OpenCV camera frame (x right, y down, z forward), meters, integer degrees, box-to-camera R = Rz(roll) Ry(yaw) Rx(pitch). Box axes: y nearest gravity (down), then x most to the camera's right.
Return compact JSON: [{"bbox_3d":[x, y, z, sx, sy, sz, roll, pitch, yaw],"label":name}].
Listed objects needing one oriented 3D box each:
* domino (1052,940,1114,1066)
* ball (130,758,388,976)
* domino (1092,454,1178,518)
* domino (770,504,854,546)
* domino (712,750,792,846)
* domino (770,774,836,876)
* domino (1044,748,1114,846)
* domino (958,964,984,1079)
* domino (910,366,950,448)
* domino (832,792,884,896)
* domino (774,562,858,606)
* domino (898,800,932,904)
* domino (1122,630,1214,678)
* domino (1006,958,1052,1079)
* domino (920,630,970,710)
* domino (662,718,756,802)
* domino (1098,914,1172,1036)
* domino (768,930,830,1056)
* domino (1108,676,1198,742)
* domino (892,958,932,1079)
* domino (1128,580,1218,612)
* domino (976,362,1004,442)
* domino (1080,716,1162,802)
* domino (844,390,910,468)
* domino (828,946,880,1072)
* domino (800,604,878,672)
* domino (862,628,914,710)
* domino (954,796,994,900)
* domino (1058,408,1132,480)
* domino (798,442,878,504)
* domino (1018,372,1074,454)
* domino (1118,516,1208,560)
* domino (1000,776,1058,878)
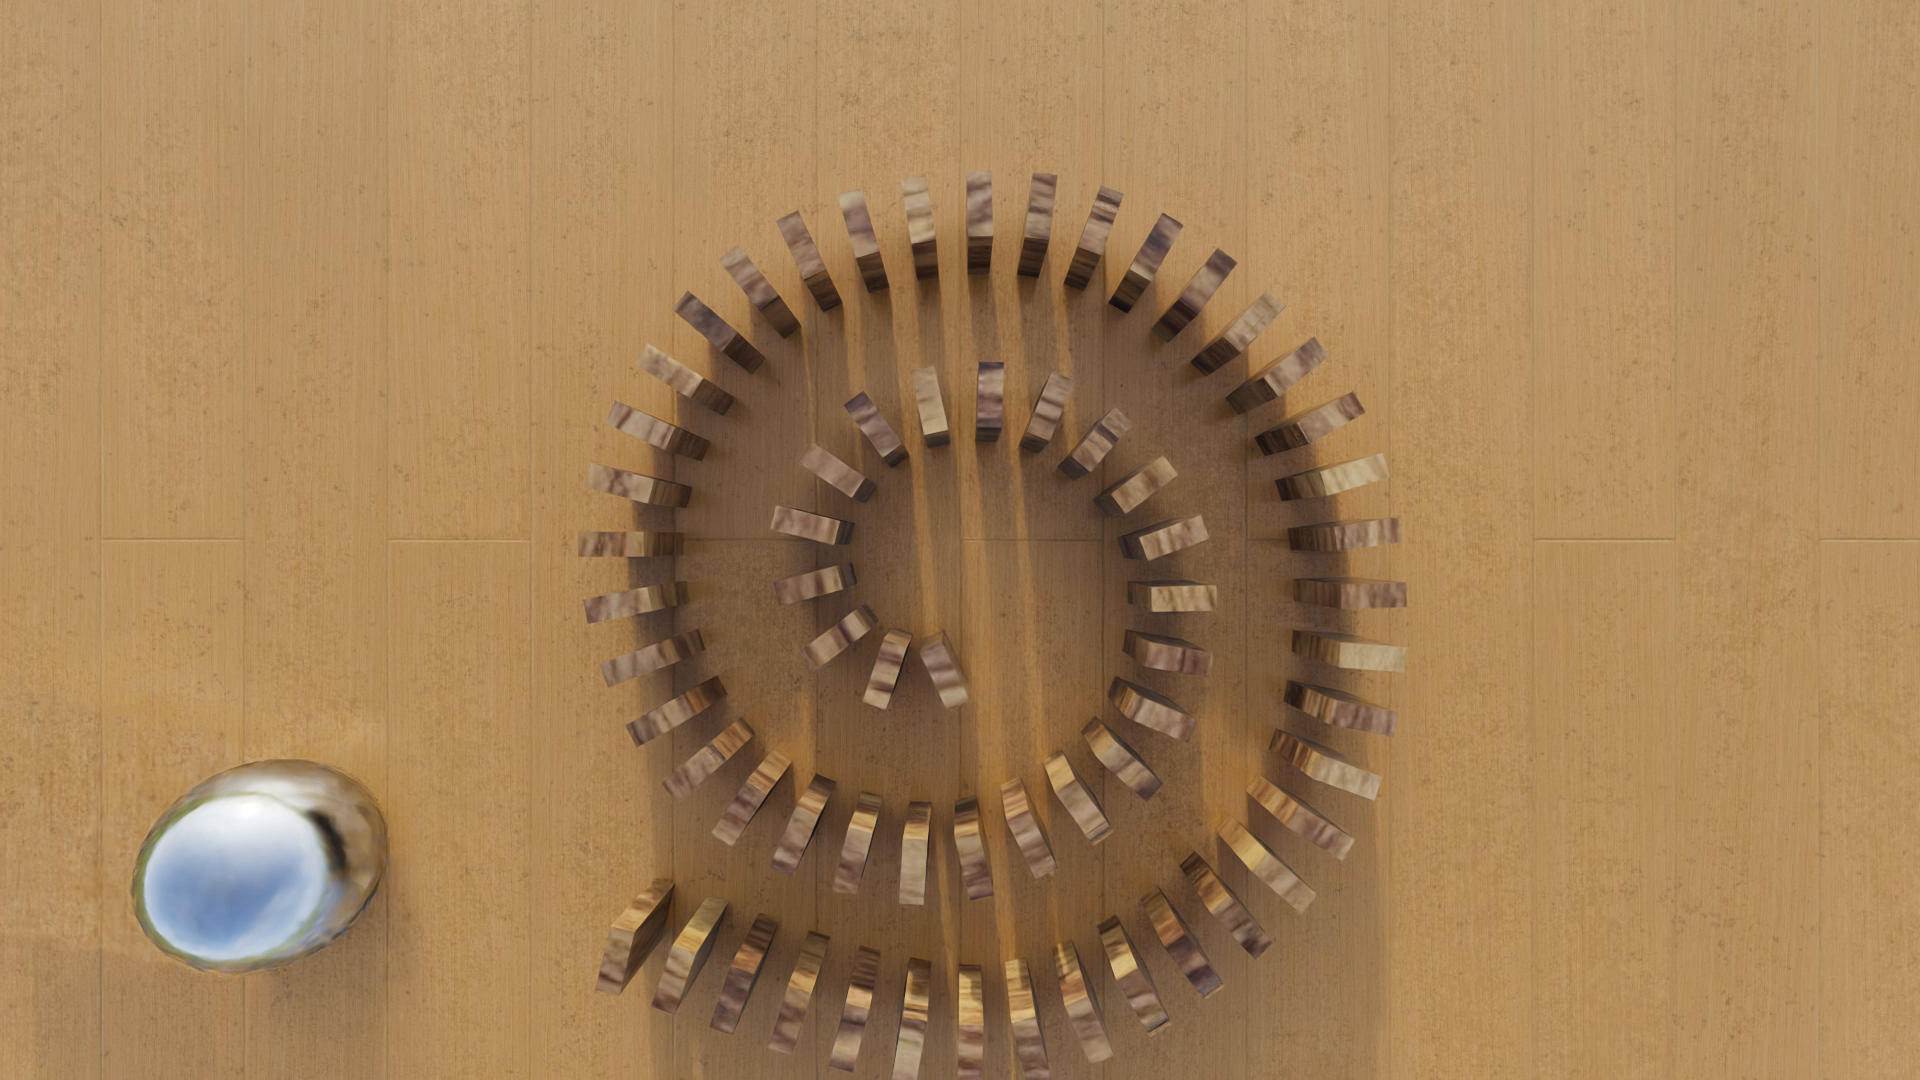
[{"bbox_3d":[0.050,0.188,0.375,0.010,0.050,0.025,-24,90,0],"label":"domino"},{"bbox_3d":[-0.272,0.127,0.360,0.080,0.080,0.080,0,90,0],"label":"ball"},{"bbox_3d":[0.070,-0.021,0.375,0.025,0.050,0.010,-37,90,0],"label":"domino"},{"bbox_3d":[-0.059,-0.006,0.375,0.025,0.050,0.009,14,90,0],"label":"domino"},{"bbox_3d":[-0.084,0.104,0.375,0.009,0.050,0.025,34,90,0],"label":"domino"},{"bbox_3d":[-0.063,0.115,0.375,0.009,0.050,0.025,23,90,0],"label":"domino"},{"bbox_3d":[0.048,0.104,0.375,0.010,0.050,0.025,-36,90,0],"label":"domino"},{"bbox_3d":[0.004,0.198,0.375,0.010,0.050,0.025,1,90,0],"label":"domino"},{"bbox_3d":[-0.012,-0.053,0.375,0.010,0.050,0.025,-12,90,0],"label":"domino"},{"bbox_3d":[-0.041,0.123,0.375,0.010,0.050,0.025,14,90,0],"label":"domino"},{"bbox_3d":[-0.058,0.018,0.375,0.025,0.050,0.009,-15,90,0],"label":"domino"},{"bbox_3d":[-0.018,0.127,0.375,0.010,0.050,0.025,3,90,0],"label":"domino"},{"bbox_3d":[0.084,0.046,0.375,0.025,0.050,0.010,10,90,0],"label":"domino"},{"bbox_3d":[0.027,0.195,0.375,0.010,0.050,0.025,-14,90,0],"label":"domino"},{"bbox_3d":[-0.006,0.052,0.375,0.009,0.050,0.025,-26,90,0],"label":"domino"},{"bbox_3d":[-0.102,0.089,0.375,0.025,0.050,0.010,-40,90,0],"label":"domino"},{"bbox_3d":[0.070,0.177,0.375,0.009,0.050,0.025,-31,90,0],"label":"domino"},{"bbox_3d":[-0.065,0.184,0.375,0.010,0.050,0.025,18,90,0],"label":"domino"},{"bbox_3d":[0.077,0.068,0.375,0.025,0.050,0.009,22,90,0],"label":"domino"},{"bbox_3d":[-0.019,0.195,0.375,0.010,0.050,0.025,10,90,0],"label":"domino"},{"bbox_3d":[0.086,0.022,0.375,0.025,0.050,0.009,-1,90,0],"label":"domino"},{"bbox_3d":[0.012,-0.056,0.375,0.009,0.050,0.025,2,90,0],"label":"domino"},{"bbox_3d":[0.065,0.088,0.375,0.025,0.050,0.009,42,90,0],"label":"domino"},{"bbox_3d":[-0.033,-0.044,0.375,0.009,0.050,0.025,-37,90,0],"label":"domino"},{"bbox_3d":[-0.042,0.190,0.375,0.009,0.050,0.025,15,90,0],"label":"domino"},{"bbox_3d":[-0.048,0.039,0.375,0.025,0.050,0.009,-37,90,0],"label":"domino"},{"bbox_3d":[-0.029,0.051,0.375,0.010,0.050,0.025,18,90,0],"label":"domino"},{"bbox_3d":[0.005,0.125,0.375,0.009,0.050,0.025,-14,90,0],"label":"domino"},{"bbox_3d":[0.054,-0.038,0.375,0.010,0.050,0.025,41,90,0],"label":"domino"},{"bbox_3d":[-0.049,-0.027,0.375,0.025,0.050,0.009,34,90,0],"label":"domino"},{"bbox_3d":[0.035,-0.051,0.375,0.009,0.050,0.025,22,90,0],"label":"domino"},{"bbox_3d":[0.082,-0.001,0.375,0.025,0.050,0.010,-20,90,0],"label":"domino"},{"bbox_3d":[0.028,0.116,0.375,0.009,0.050,0.025,-26,90,0],"label":"domino"}]
